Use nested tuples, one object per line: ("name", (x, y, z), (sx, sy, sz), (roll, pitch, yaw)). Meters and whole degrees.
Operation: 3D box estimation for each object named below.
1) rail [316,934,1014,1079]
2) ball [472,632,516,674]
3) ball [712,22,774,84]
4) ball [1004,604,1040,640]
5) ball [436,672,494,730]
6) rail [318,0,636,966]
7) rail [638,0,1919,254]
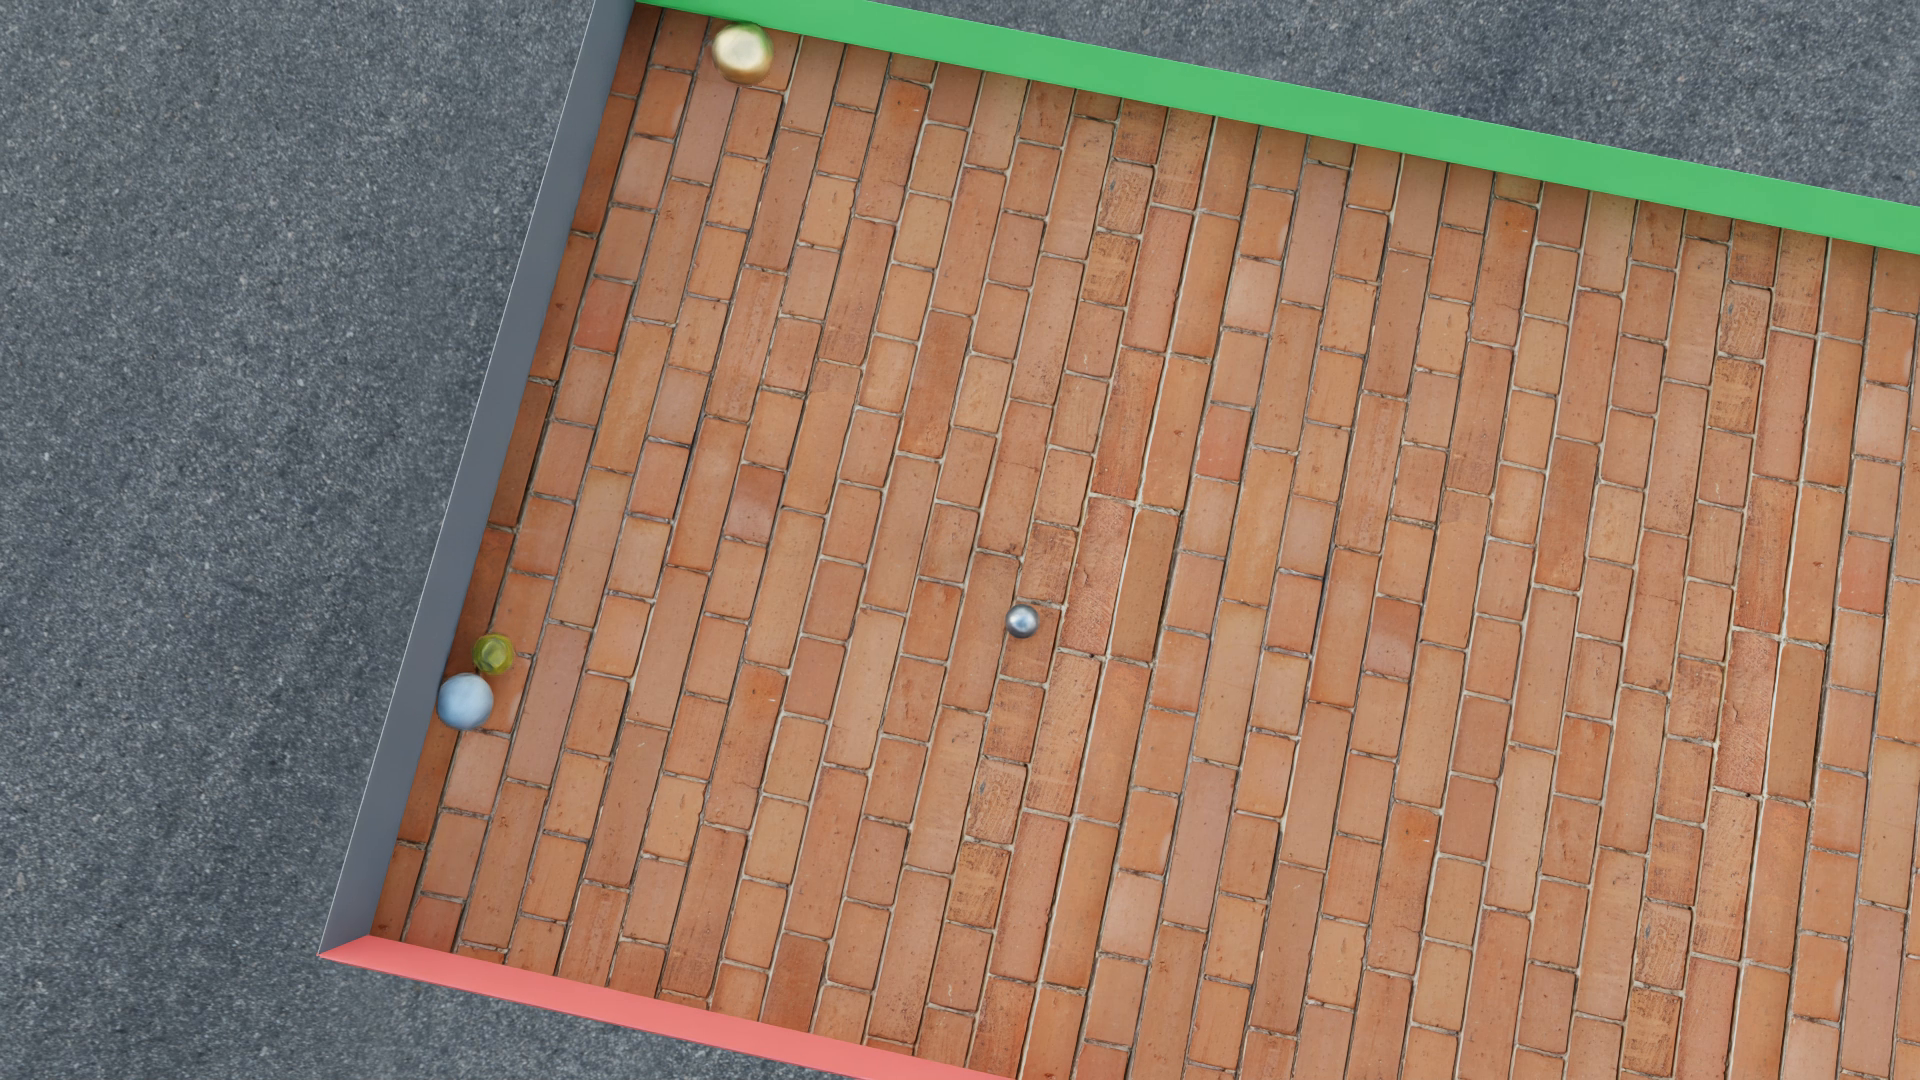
("rail", (0.566, 0.888, 3.078), (3.004, 0.128, 0.045), (12, 75, 3))
("ball", (-0.702, 0.171, 3.311), (0.063, 0.063, 0.063), (0, 75, 0))
("ball", (-0.352, -0.787, 3.555), (0.099, 0.099, 0.099), (0, 75, 0))
("ball", (0.094, 0.123, 3.328), (0.054, 0.054, 0.054), (0, 75, 0))
("ball", (-0.738, 0.240, 3.281), (0.083, 0.083, 0.083), (0, 75, 0))
("rail", (-0.711, -0.157, 3.366), (0.045, 0.128, 1.624), (12, 75, 3))
("rail", (0.901, -0.597, 3.487), (3.004, 0.128, 0.045), (12, 75, 3))
